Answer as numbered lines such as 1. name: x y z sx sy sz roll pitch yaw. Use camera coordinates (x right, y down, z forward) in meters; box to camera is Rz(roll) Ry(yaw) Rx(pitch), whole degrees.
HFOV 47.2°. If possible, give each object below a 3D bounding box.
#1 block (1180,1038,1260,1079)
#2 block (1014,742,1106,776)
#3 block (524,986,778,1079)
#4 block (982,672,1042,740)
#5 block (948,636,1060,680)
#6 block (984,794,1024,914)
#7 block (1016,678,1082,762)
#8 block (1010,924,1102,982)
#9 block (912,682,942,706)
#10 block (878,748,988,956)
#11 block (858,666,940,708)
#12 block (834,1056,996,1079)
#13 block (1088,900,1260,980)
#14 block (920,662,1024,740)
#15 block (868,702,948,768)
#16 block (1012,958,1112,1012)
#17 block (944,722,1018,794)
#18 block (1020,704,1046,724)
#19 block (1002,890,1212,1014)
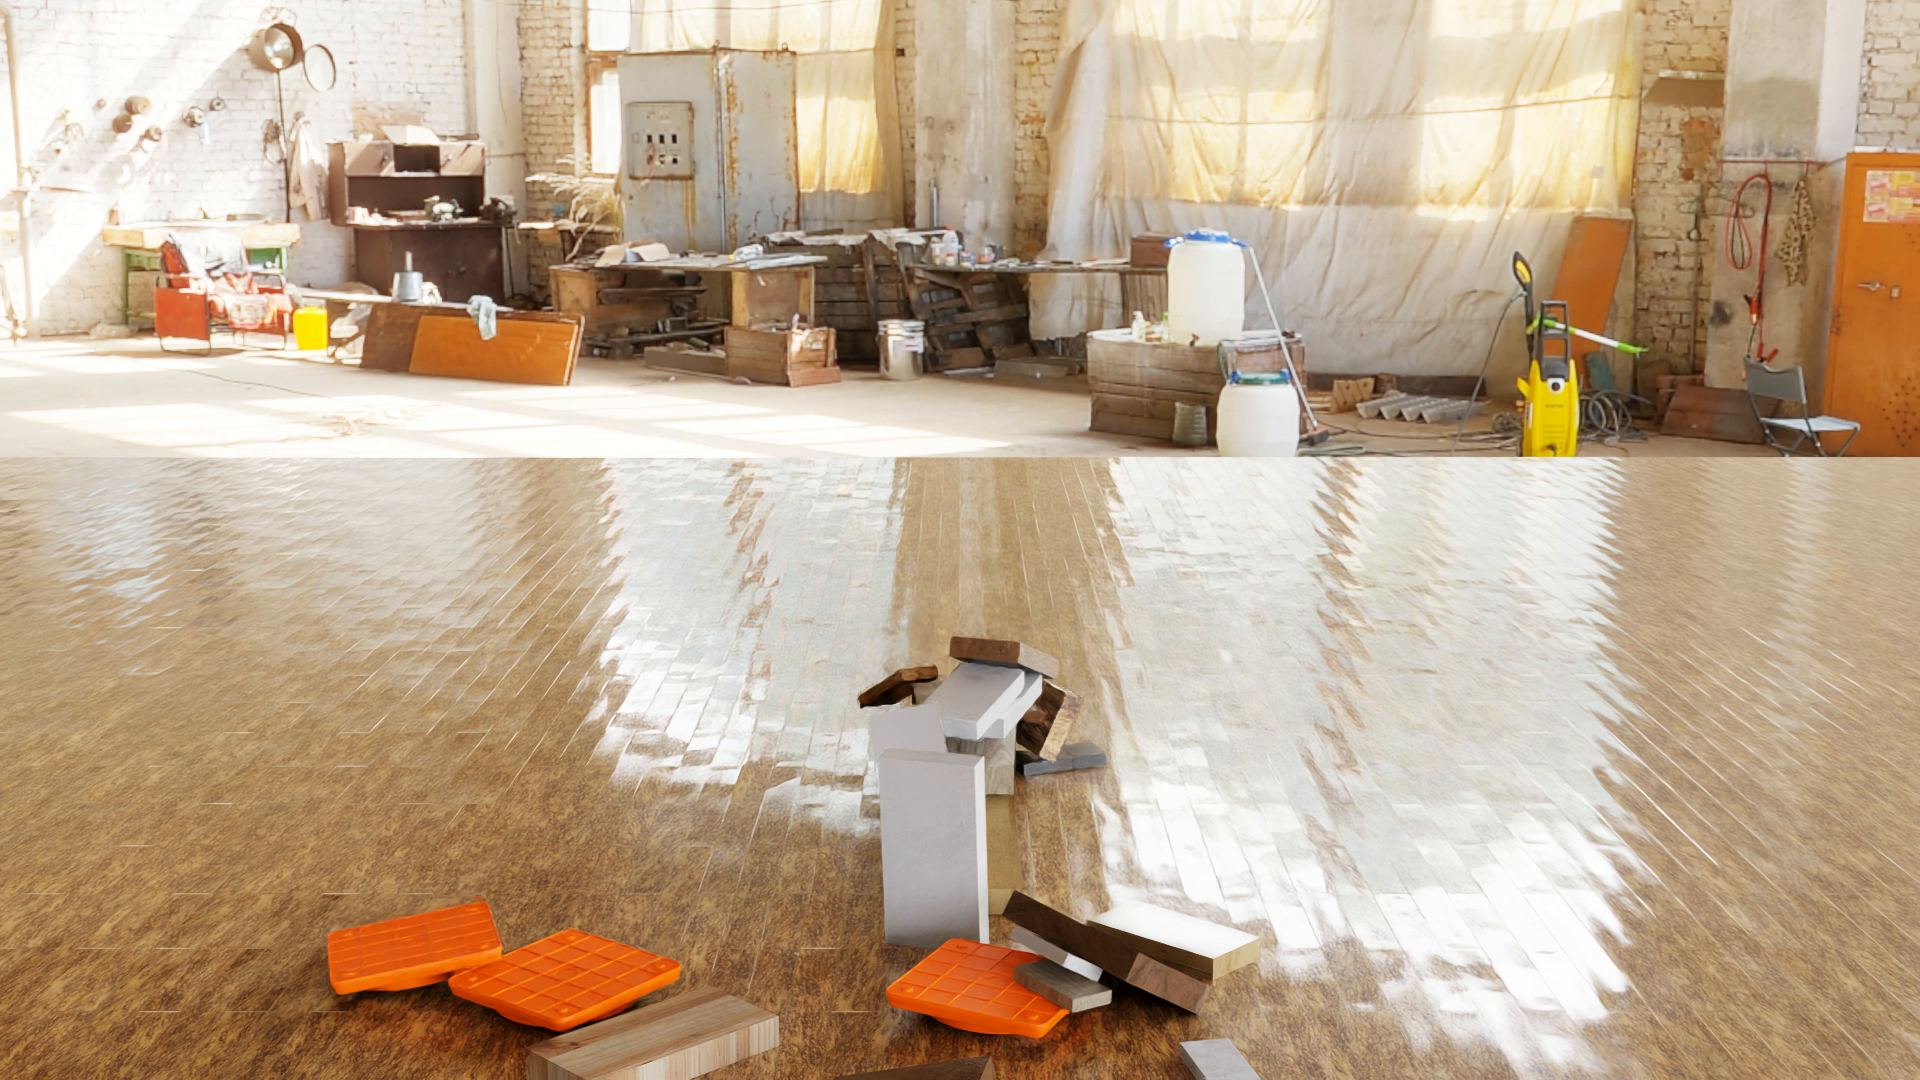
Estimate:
1. block: 0.350 0.711 2.963 0.070 0.020 0.140 -2 11 -11
2. block: 0.195 0.438 4.402 0.175 0.025 0.088 -6 12 -17
3. block: -0.417 0.692 3.001 0.311 0.044 0.156 -10 15 -44
4. block: 0.052 0.298 4.054 0.134 0.038 0.268 5 16 16
5. block: 0.087 0.223 4.151 0.134 0.038 0.268 4 -9 19
6. block: 0.010 0.514 3.718 0.174 0.049 0.347 0 24 -2
7. block: 0.143 0.343 4.425 0.038 0.134 0.268 24 1 -26
8. block: 0.138 0.597 3.177 0.070 0.020 0.139 30 -8 -32
9. block: -0.014 0.335 4.259 0.137 0.039 0.274 -1 15 -6
10. block: -0.040 0.481 3.396 0.156 0.311 0.044 4 16 19
11. block: -0.125 0.297 4.453 0.088 0.025 0.175 -5 -19 -35
12. block: -0.069 0.709 2.808 0.213 0.030 0.107 -11 9 14
13. block: 0.331 0.619 3.416 0.244 0.035 0.122 10 14 42
14. block: 0.017 0.287 3.947 0.122 0.035 0.244 6 21 21
15. block: -0.075 0.405 3.730 0.122 0.035 0.285 -13 45 1
16. block: 0.145 0.635 3.138 0.070 0.020 0.139 -5 13 -35
17. block: 0.013 0.369 3.959 0.174 0.049 0.347 1 15 2
18. block: 0.080 0.303 4.305 0.088 0.025 0.175 14 15 -44
19. block: 0.213 0.607 3.253 0.156 0.044 0.311 30 -8 -33
